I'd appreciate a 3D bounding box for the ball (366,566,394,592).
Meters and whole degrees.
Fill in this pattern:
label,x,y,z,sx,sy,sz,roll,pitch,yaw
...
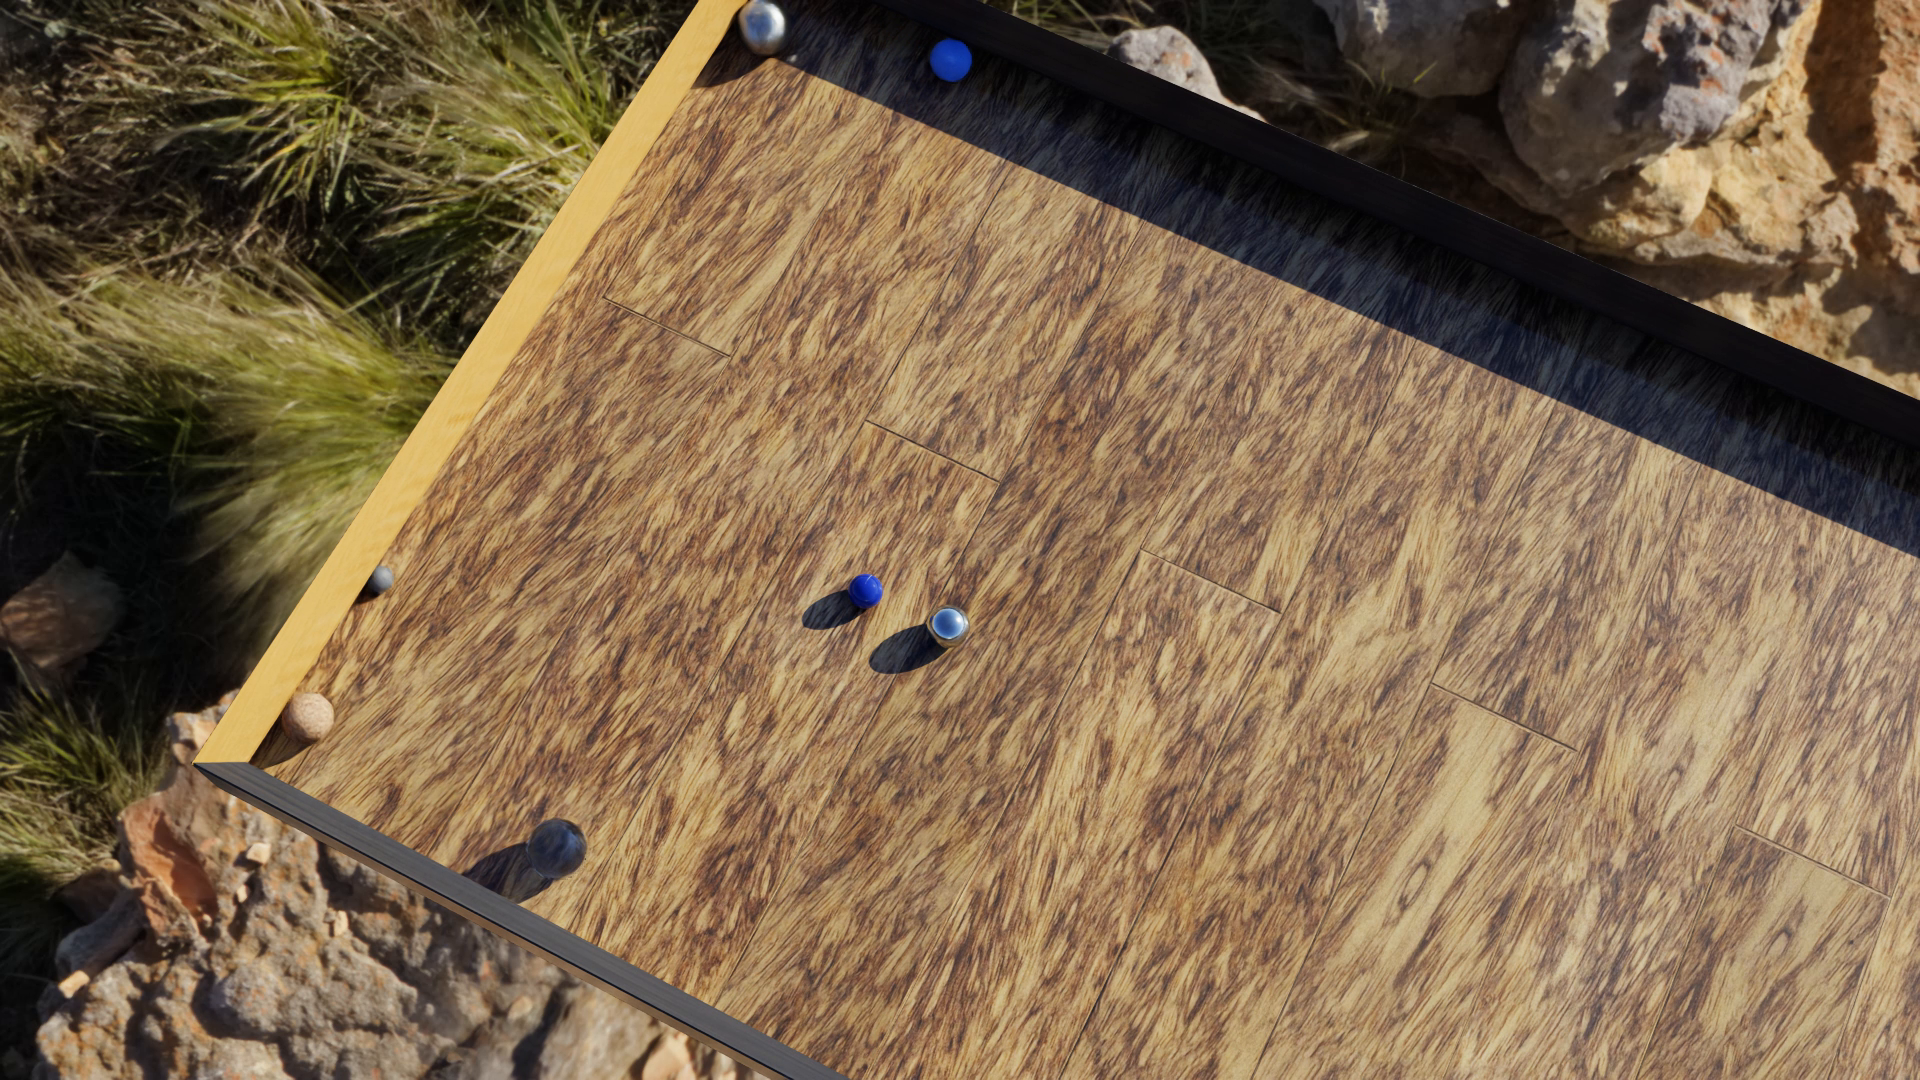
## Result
label,x,y,z,sx,sy,sz,roll,pitch,yaw
ball,-0.919,0.061,3.481,0.043,0.043,0.043,0,68,0

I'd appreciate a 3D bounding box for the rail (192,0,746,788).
label,x,y,z,sx,sy,sz,roll,pitch,yaw
rail,-0.723,-0.353,3.603,0.045,0.128,1.740,25,70,10

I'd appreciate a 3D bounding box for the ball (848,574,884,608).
label,x,y,z,sx,sy,sz,roll,pitch,yaw
ball,-0.149,0.081,3.466,0.056,0.056,0.056,0,68,0

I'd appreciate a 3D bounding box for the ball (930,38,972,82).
label,x,y,z,sx,sy,sz,roll,pitch,yaw
ball,-0.016,-0.836,3.830,0.073,0.073,0.073,0,68,0

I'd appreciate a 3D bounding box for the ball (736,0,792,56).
label,x,y,z,sx,sy,sz,roll,pitch,yaw
ball,-0.342,-0.896,3.841,0.099,0.099,0.099,0,68,0

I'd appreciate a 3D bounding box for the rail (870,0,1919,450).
label,x,y,z,sx,sy,sz,roll,pitch,yaw
rail,1.129,-0.358,3.605,3.342,0.128,0.045,25,70,10

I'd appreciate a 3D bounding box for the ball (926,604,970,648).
label,x,y,z,sx,sy,sz,roll,pitch,yaw
ball,-0.018,0.135,3.438,0.068,0.068,0.068,0,68,0

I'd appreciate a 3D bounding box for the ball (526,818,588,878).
label,x,y,z,sx,sy,sz,roll,pitch,yaw
ball,-0.604,0.461,3.293,0.090,0.090,0.090,0,68,0

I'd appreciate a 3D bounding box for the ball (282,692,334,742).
label,x,y,z,sx,sy,sz,roll,pitch,yaw
ball,-1.001,0.273,3.376,0.078,0.078,0.078,0,68,0

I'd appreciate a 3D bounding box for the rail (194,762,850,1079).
label,x,y,z,sx,sy,sz,roll,pitch,yaw
rail,0.360,1.038,3.036,3.342,0.128,0.045,25,70,10
